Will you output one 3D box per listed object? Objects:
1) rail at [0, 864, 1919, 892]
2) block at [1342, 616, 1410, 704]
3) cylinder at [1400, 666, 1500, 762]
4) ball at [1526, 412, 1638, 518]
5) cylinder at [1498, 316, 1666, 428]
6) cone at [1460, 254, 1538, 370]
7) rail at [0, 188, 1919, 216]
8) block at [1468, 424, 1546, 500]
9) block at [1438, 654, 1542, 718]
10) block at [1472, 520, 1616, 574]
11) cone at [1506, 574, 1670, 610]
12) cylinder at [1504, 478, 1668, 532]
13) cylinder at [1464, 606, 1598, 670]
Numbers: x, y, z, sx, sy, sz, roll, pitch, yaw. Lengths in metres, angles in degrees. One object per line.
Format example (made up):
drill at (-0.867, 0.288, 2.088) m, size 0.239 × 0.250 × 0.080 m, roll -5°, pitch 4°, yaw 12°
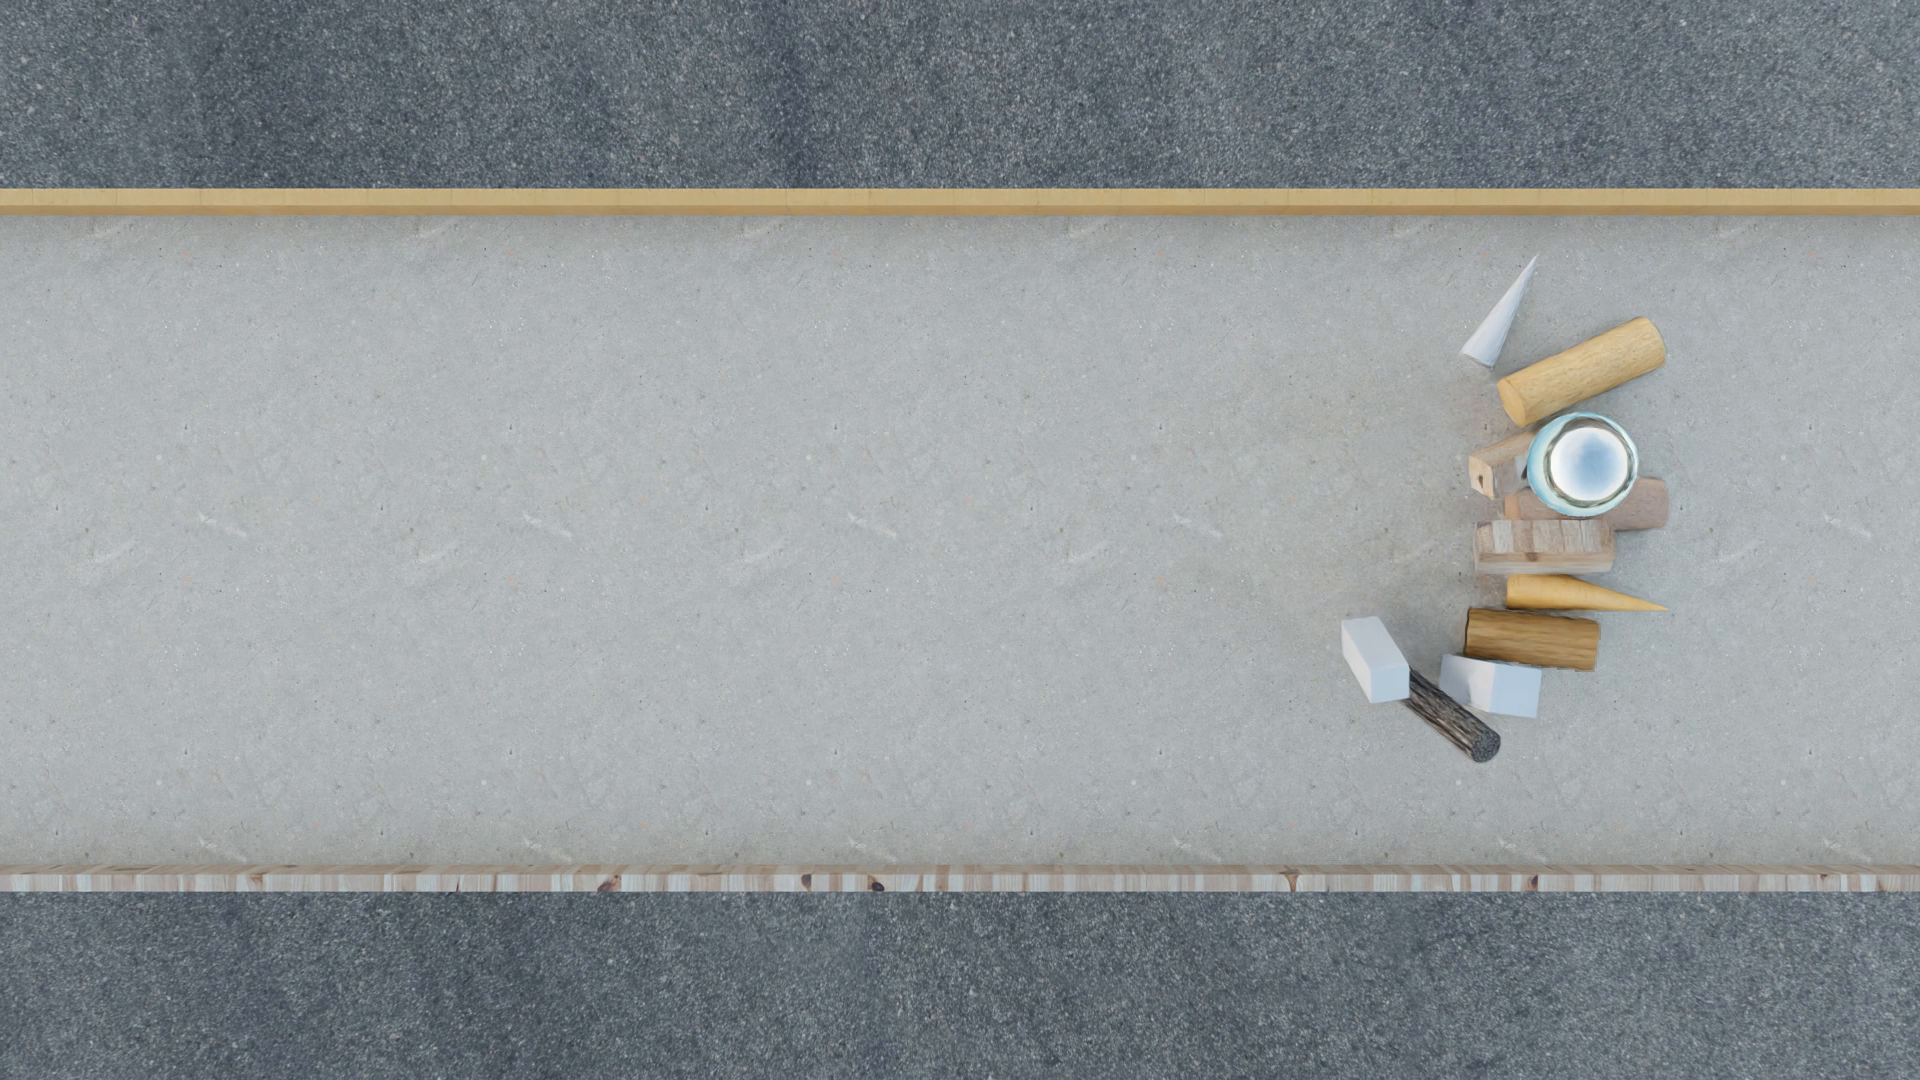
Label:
rail at (-2.247, 1.025, 5.001) m, size 12.000 × 0.150 × 0.050 m, roll 0°, pitch 90°, yaw 0°
block at (1.235, 0.353, 4.915) m, size 0.112 × 0.303 × 0.112 m, roll -8°, pitch 116°, yaw 0°
cylinder at (1.406, 0.499, 4.852) m, size 0.100 × 0.460 × 0.100 m, roll -8°, pitch 115°, yaw -18°
ball at (1.799, -0.218, 4.771) m, size 0.303 × 0.303 × 0.303 m, roll 0°, pitch 90°, yaw 0°
cylinder at (1.880, -0.508, 4.996) m, size 0.458 × 0.163 × 0.163 m, roll -24°, pitch 90°, yaw 0°
cone at (1.659, -0.707, 4.998) m, size 0.113 × 0.113 × 0.373 m, roll 28°, pitch 97°, yaw 0°
rail at (-2.247, -1.025, 5.002) m, size 12.000 × 0.150 × 0.050 m, roll 0°, pitch 90°, yaw 0°
block at (1.720, -0.249, 4.967) m, size 0.354 × 0.111 × 0.111 m, roll -20°, pitch 118°, yaw -12°
block at (1.559, 0.427, 4.873) m, size 0.138 × 0.397 × 0.138 m, roll 8°, pitch 90°, yaw -5°
block at (1.733, 0.021, 4.904) m, size 0.383 × 0.114 × 0.114 m, roll -1°, pitch 55°, yaw 10°
cone at (1.873, 0.169, 4.894) m, size 0.455 × 0.157 × 0.157 m, roll 10°, pitch 90°, yaw 30°
cylinder at (1.892, -0.098, 4.991) m, size 0.434 × 0.156 × 0.156 m, roll -4°, pitch 90°, yaw 2°
cylinder at (1.712, 0.296, 4.955) m, size 0.366 × 0.153 × 0.153 m, roll 6°, pitch 90°, yaw 15°
